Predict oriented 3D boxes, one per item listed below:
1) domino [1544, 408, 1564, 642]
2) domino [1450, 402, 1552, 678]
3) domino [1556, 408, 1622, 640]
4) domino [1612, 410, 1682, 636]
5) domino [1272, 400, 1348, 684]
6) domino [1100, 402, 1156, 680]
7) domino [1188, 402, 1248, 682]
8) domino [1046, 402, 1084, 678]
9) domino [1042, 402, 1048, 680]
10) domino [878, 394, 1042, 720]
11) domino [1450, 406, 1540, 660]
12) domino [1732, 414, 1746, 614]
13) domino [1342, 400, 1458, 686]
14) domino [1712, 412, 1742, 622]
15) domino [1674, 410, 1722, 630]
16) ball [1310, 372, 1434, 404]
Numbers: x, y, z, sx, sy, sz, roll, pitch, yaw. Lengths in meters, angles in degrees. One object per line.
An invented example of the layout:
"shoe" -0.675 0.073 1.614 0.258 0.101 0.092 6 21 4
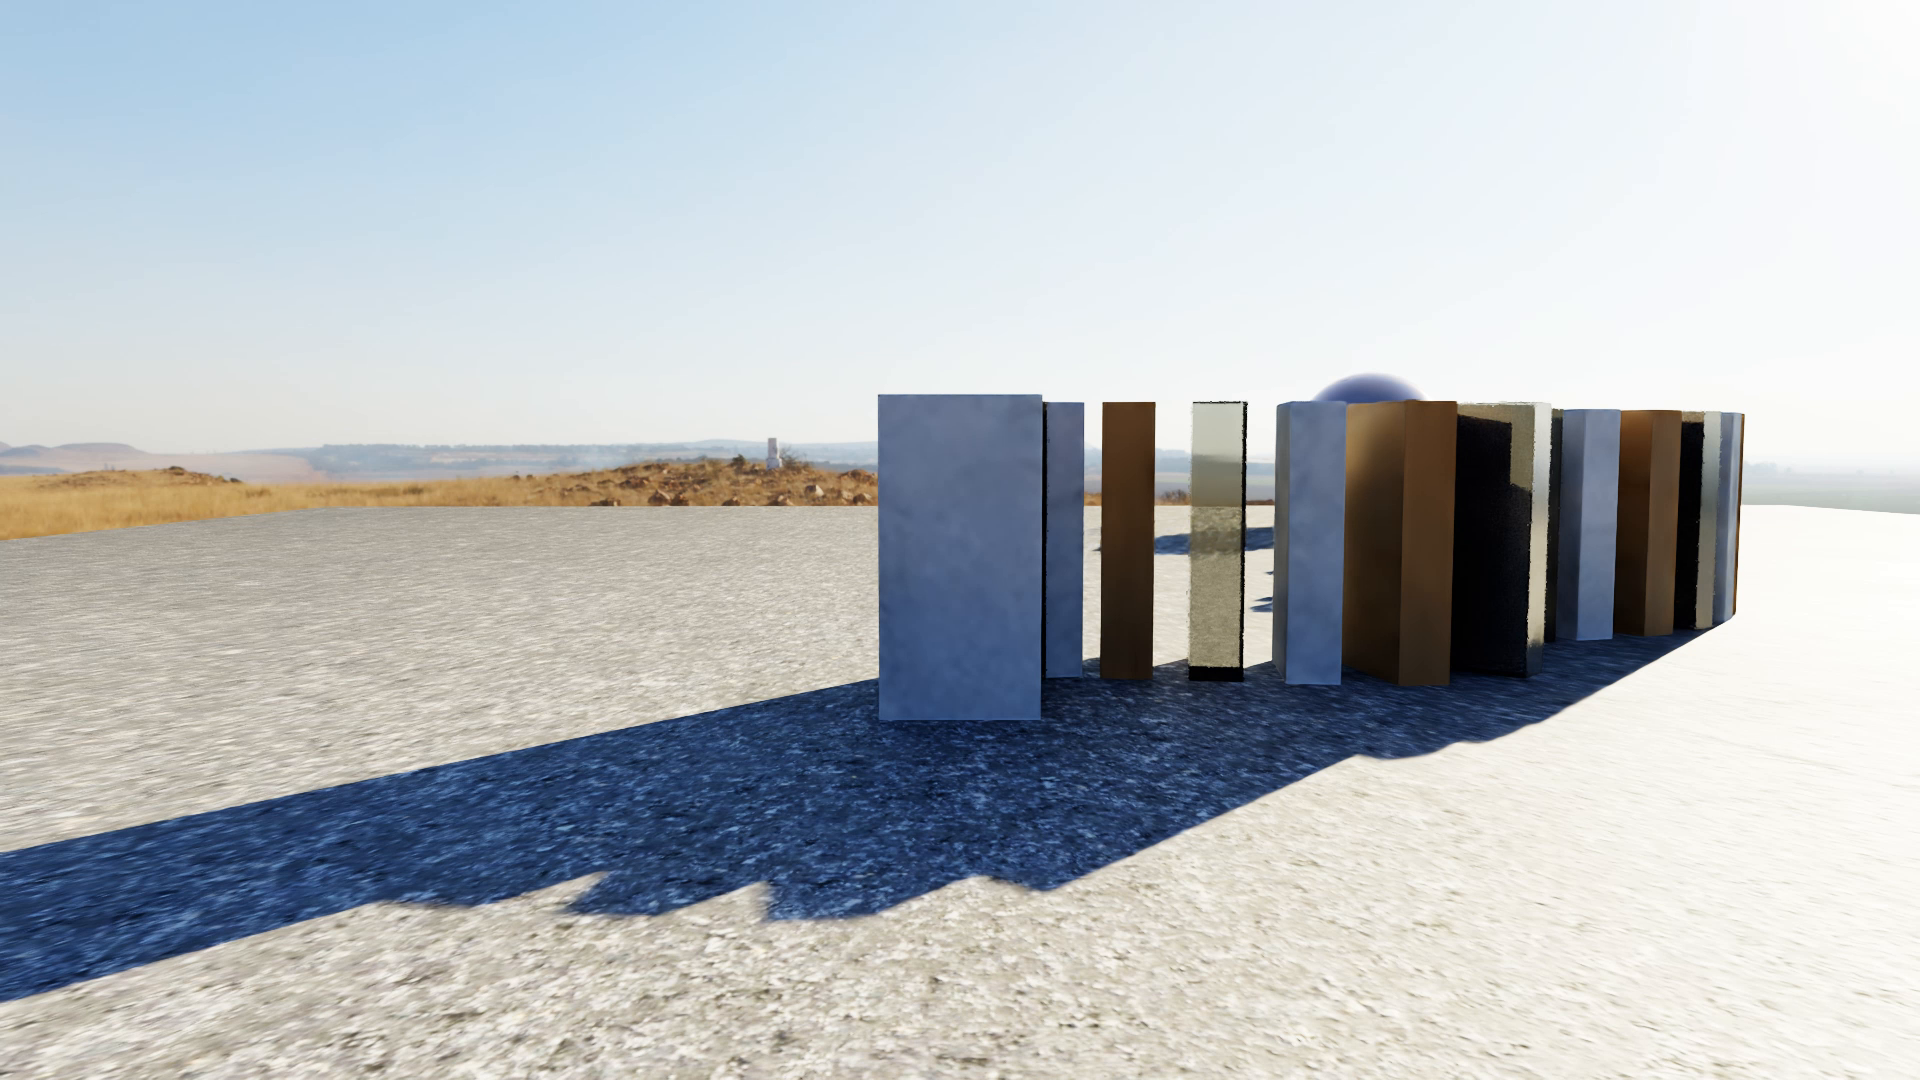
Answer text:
"domino" 0.119 -0.004 0.284 0.010 0.050 0.025 -2 5 -24
"domino" 0.096 -0.001 0.242 0.025 0.050 0.009 4 6 41
"domino" 0.134 -0.004 0.289 0.010 0.050 0.025 -1 4 -17
"domino" 0.150 -0.005 0.295 0.009 0.050 0.025 -2 5 -25
"domino" 0.064 0.000 0.238 0.009 0.050 0.025 1 4 8
"domino" 0.032 -0.001 0.243 0.010 0.050 0.025 1 4 7
"domino" 0.048 0.000 0.240 0.009 0.050 0.025 1 4 10
"domino" 0.015 -0.001 0.244 0.010 0.050 0.025 -1 4 -11
"domino" 0.002 0.000 0.233 0.025 0.050 0.009 3 5 34
"domino" 0.000 0.002 0.201 0.025 0.050 0.009 0 4 0
"domino" 0.101 -0.002 0.258 0.025 0.050 0.009 1 4 10
"domino" 0.185 -0.007 0.329 0.025 0.050 0.009 3 5 31
"domino" 0.080 0.000 0.237 0.010 0.050 0.025 -1 4 -7
"domino" 0.176 -0.006 0.315 0.025 0.050 0.010 4 6 41
"domino" 0.164 -0.005 0.304 0.009 0.050 0.025 -4 6 -39
"ball" 0.215 -0.048 0.673 0.080 0.080 0.080 0 4 0
